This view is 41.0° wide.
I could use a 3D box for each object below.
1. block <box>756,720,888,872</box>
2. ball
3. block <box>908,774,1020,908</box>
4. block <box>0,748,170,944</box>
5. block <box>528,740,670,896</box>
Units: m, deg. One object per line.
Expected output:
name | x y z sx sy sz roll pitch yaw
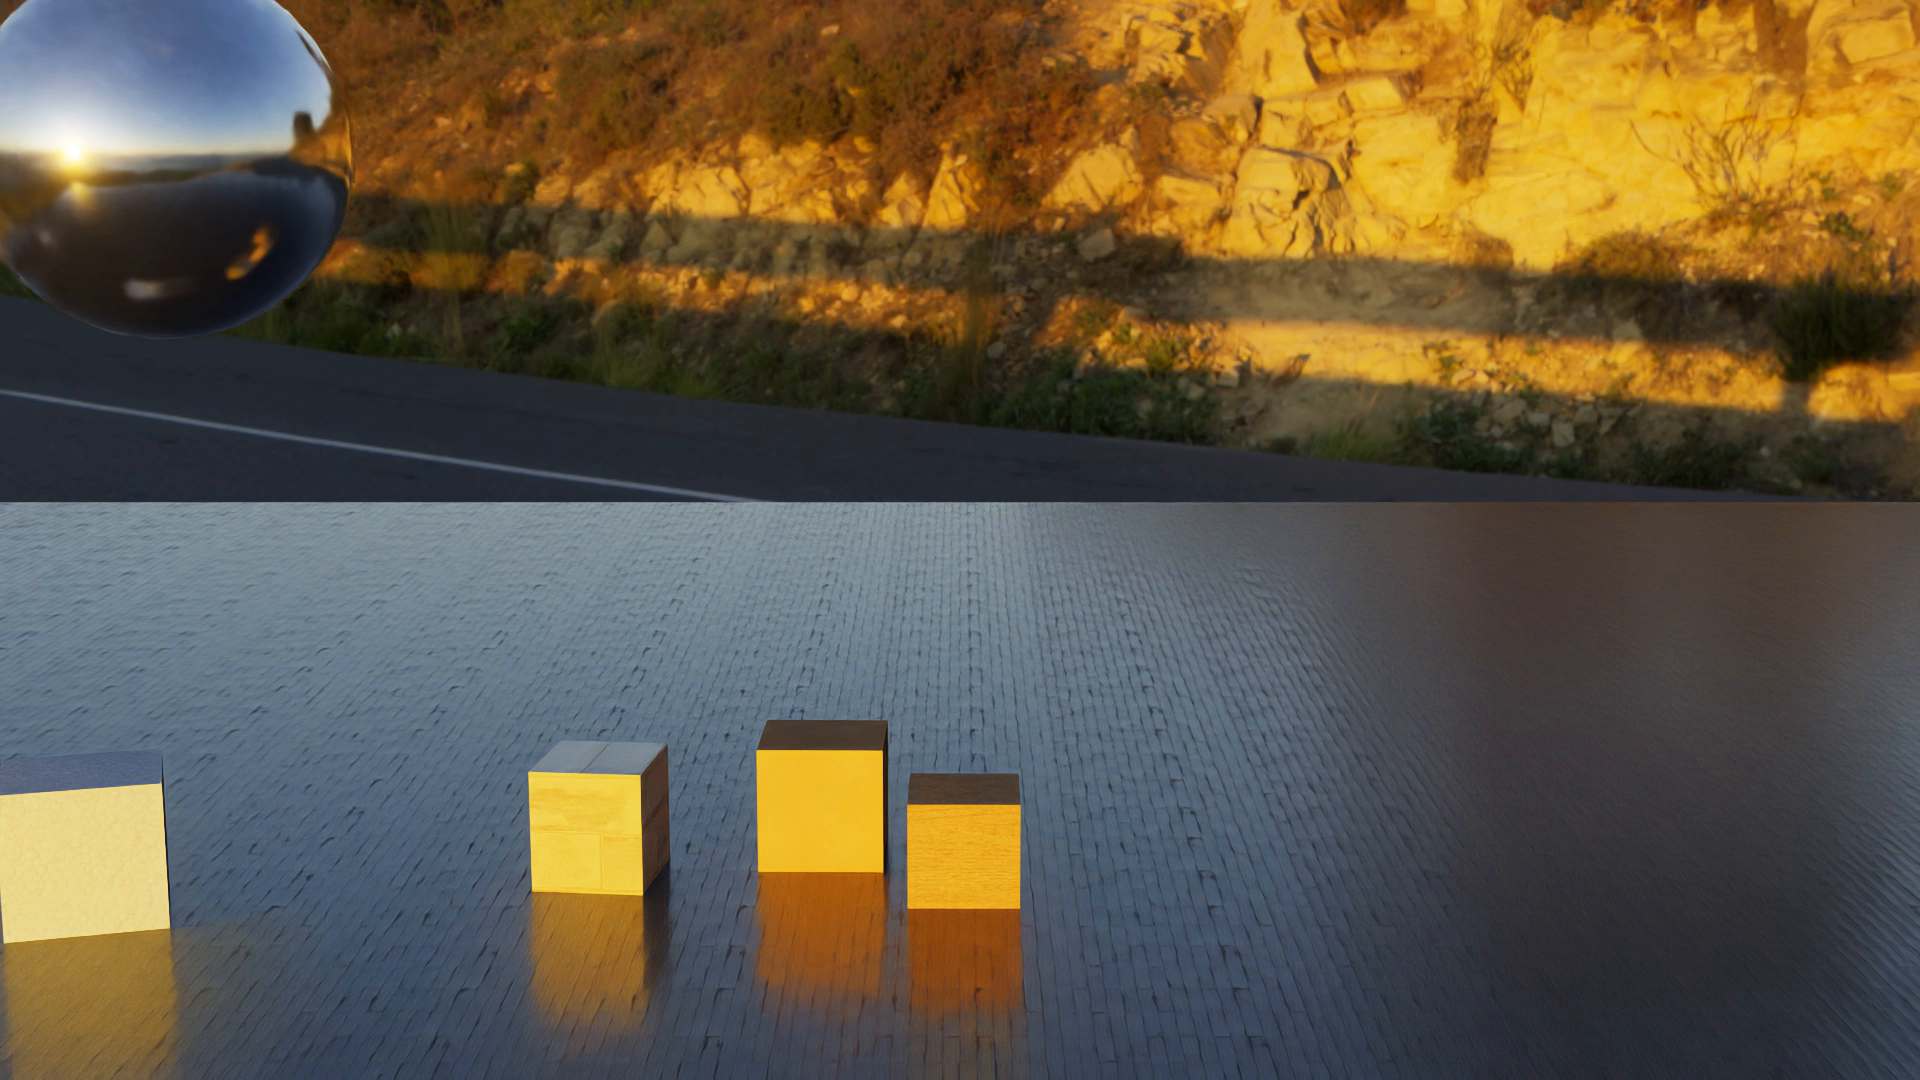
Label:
block | -0.617 1.156 11.647 0.557 0.558 0.540 0 10 1
ball | -3.390 -1.651 10.880 1.600 1.600 1.600 0 10 0
block | 0.018 1.301 11.134 0.479 0.457 0.496 0 10 0
block | -3.684 1.276 10.806 0.650 0.622 0.584 -3 11 -17
block | -1.588 1.221 11.348 0.491 0.536 0.537 1 10 6
